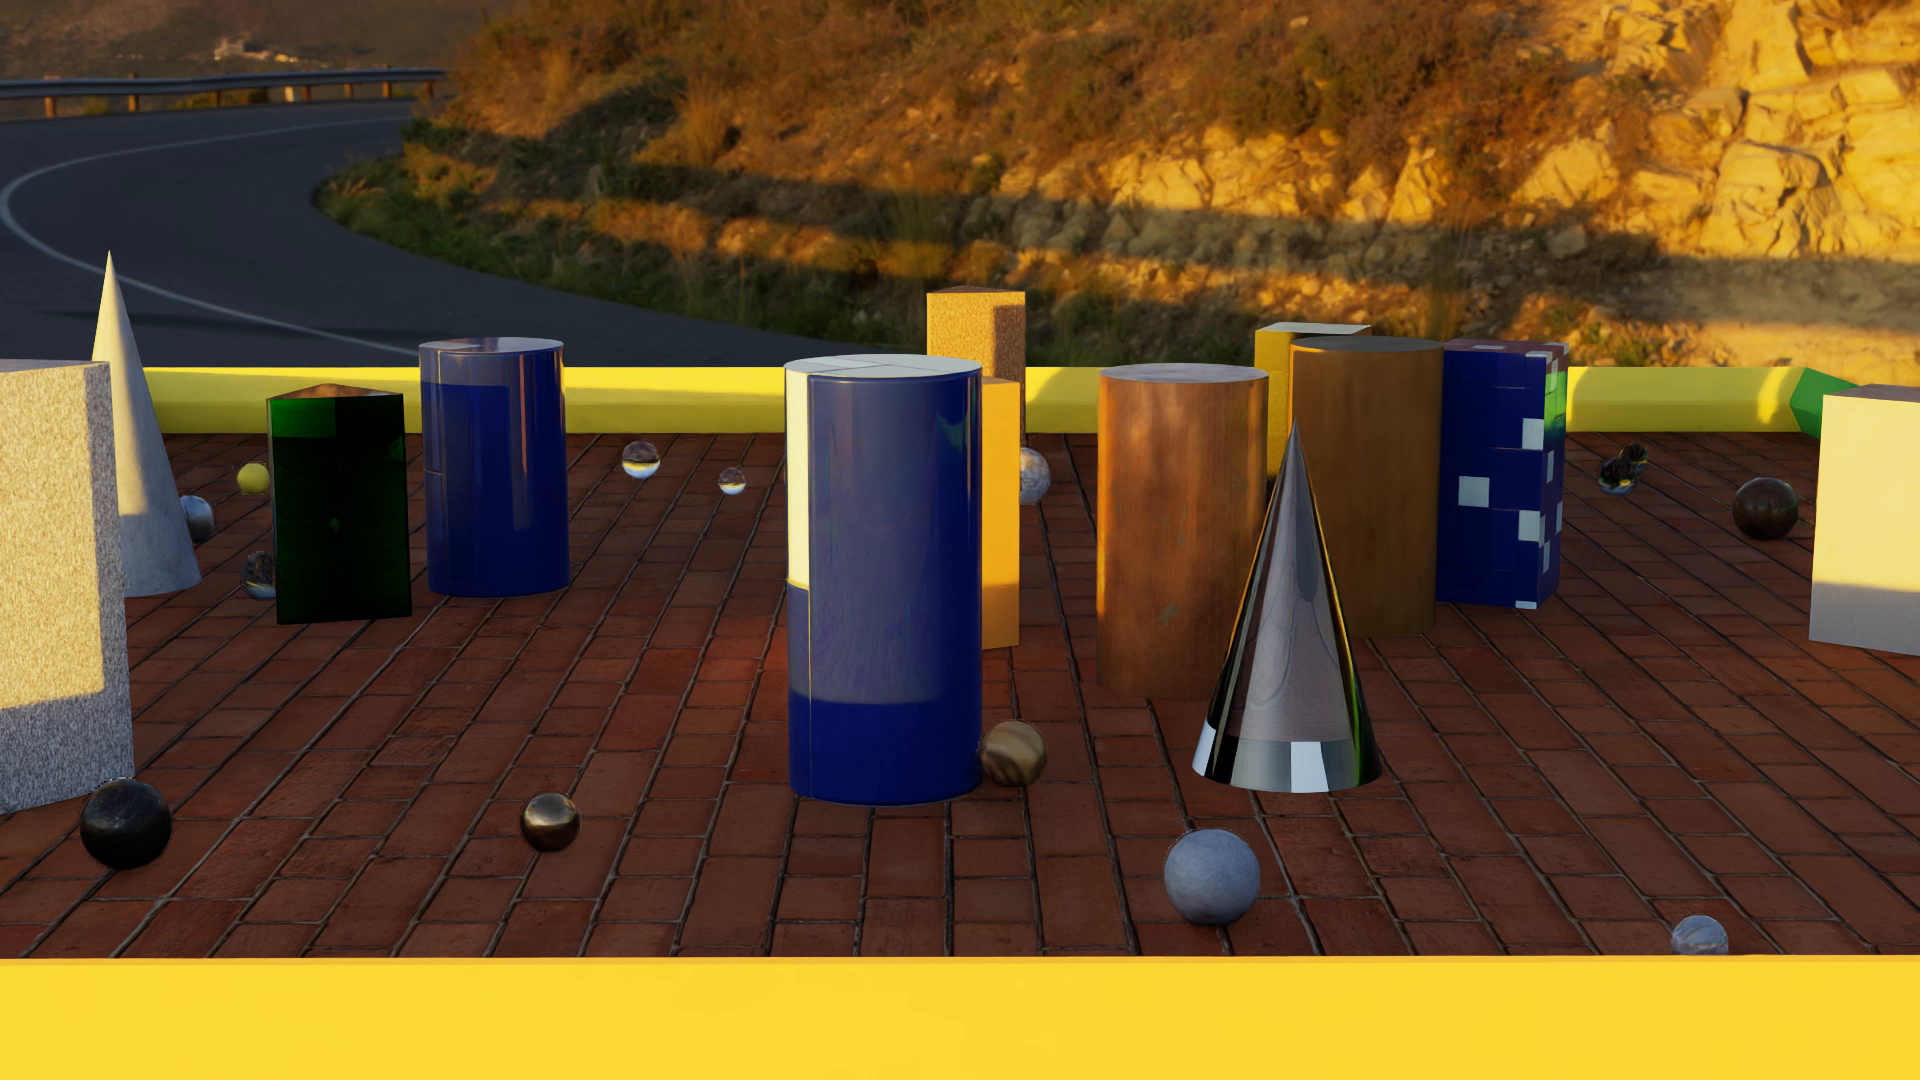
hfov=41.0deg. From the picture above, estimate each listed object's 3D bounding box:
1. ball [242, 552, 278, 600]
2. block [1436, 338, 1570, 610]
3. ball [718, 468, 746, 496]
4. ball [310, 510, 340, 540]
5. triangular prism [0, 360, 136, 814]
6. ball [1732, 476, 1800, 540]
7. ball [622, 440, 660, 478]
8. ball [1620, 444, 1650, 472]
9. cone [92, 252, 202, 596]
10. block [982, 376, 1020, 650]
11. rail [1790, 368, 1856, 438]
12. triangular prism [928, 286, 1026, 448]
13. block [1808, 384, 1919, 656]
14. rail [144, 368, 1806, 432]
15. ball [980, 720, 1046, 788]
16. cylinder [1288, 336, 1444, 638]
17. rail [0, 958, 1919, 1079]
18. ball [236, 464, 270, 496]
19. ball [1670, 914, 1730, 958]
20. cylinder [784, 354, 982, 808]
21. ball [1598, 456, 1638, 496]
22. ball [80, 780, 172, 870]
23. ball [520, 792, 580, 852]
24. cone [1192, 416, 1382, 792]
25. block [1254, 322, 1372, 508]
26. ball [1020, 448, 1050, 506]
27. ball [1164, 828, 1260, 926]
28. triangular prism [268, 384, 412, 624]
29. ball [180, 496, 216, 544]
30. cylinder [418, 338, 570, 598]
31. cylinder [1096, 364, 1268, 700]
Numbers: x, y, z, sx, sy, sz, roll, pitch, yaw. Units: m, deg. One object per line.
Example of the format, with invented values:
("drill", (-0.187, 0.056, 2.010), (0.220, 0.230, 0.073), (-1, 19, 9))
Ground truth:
("ball", (-0.956, 0.050, 3.538), (0.066, 0.066, 0.066), (0, 10, 0))
("block", (0.741, -0.096, 3.554), (0.160, 0.347, 0.160), (5, 11, 23))
("ball", (-0.391, -0.101, 4.406), (0.047, 0.047, 0.047), (0, 10, 0))
("ball", (-0.989, -0.023, 3.994), (0.045, 0.045, 0.045), (0, 10, 0))
("triangular prism", (-0.962, 0.039, 2.587), (0.150, 0.435, 0.173), (9, 14, 39))
("ball", (1.249, -0.048, 3.979), (0.100, 0.100, 0.100), (0, 10, 0))
("ball", (-0.570, -0.143, 4.577), (0.069, 0.069, 0.069), (0, 10, 0))
("ball", (1.220, -0.148, 4.644), (0.053, 0.053, 0.053), (0, 10, 0))
("cone", (-1.184, -0.171, 3.614), (0.200, 0.474, 0.200), (0, 10, 0))
("block", (-0.035, -0.037, 3.265), (0.160, 0.336, 0.160), (-6, 12, -30))
("rail", (1.685, 0.032, 3.458), (0.045, 0.130, 3.459), (0, 10, 0))
("triangular prism", (0.017, -0.277, 4.560), (0.173, 0.338, 0.150), (-2, 11, -10))
("block", (1.203, -0.029, 3.277), (0.160, 0.317, 0.160), (9, 14, 39))
("rail", (-0.010, -0.277, 5.126), (3.418, 0.130, 0.045), (0, 10, 0))
("ball", (0.053, 0.217, 2.600), (0.068, 0.068, 0.068), (0, 10, 0))
("cylinder", (0.530, -0.074, 3.375), (0.200, 0.370, 0.200), (0, 10, 0))
("rail", (0.010, 0.344, 1.771), (3.418, 0.130, 0.045), (0, 10, 0))
("ball", (-1.211, -0.104, 4.401), (0.056, 0.056, 0.056), (0, 10, 0))
("ball", (0.603, 0.328, 2.090), (0.046, 0.046, 0.046), (0, 10, 0))
("cylinder", (-0.077, 0.036, 2.611), (0.200, 0.430, 0.200), (0, 10, 0))
("ball", (1.128, -0.109, 4.394), (0.068, 0.068, 0.068), (0, 10, 0))
("ball", (-0.765, 0.261, 2.355), (0.082, 0.082, 0.082), (0, 10, 0))
("ball", (-0.384, 0.265, 2.405), (0.056, 0.056, 0.056), (0, 10, 0))
("cone", (0.344, 0.055, 2.668), (0.200, 0.373, 0.200), (0, 10, 0))
("block", (0.591, -0.209, 4.308), (0.160, 0.295, 0.160), (4, 11, 21))
("ball", (0.104, -0.106, 4.300), (0.097, 0.097, 0.097), (0, 10, 0))
("ball", (0.216, 0.289, 2.198), (0.083, 0.083, 0.083), (0, 10, 0))
("triangular prism", (-0.841, -0.053, 3.456), (0.173, 0.300, 0.150), (-3, 11, -18))
("ball", (-1.186, -0.031, 3.950), (0.076, 0.076, 0.076), (0, 10, 0))
("cylinder", (-0.655, -0.105, 3.619), (0.200, 0.342, 0.200), (0, 10, 0))
("cylinder", (0.262, -0.014, 3.044), (0.200, 0.371, 0.200), (0, 10, 0))
